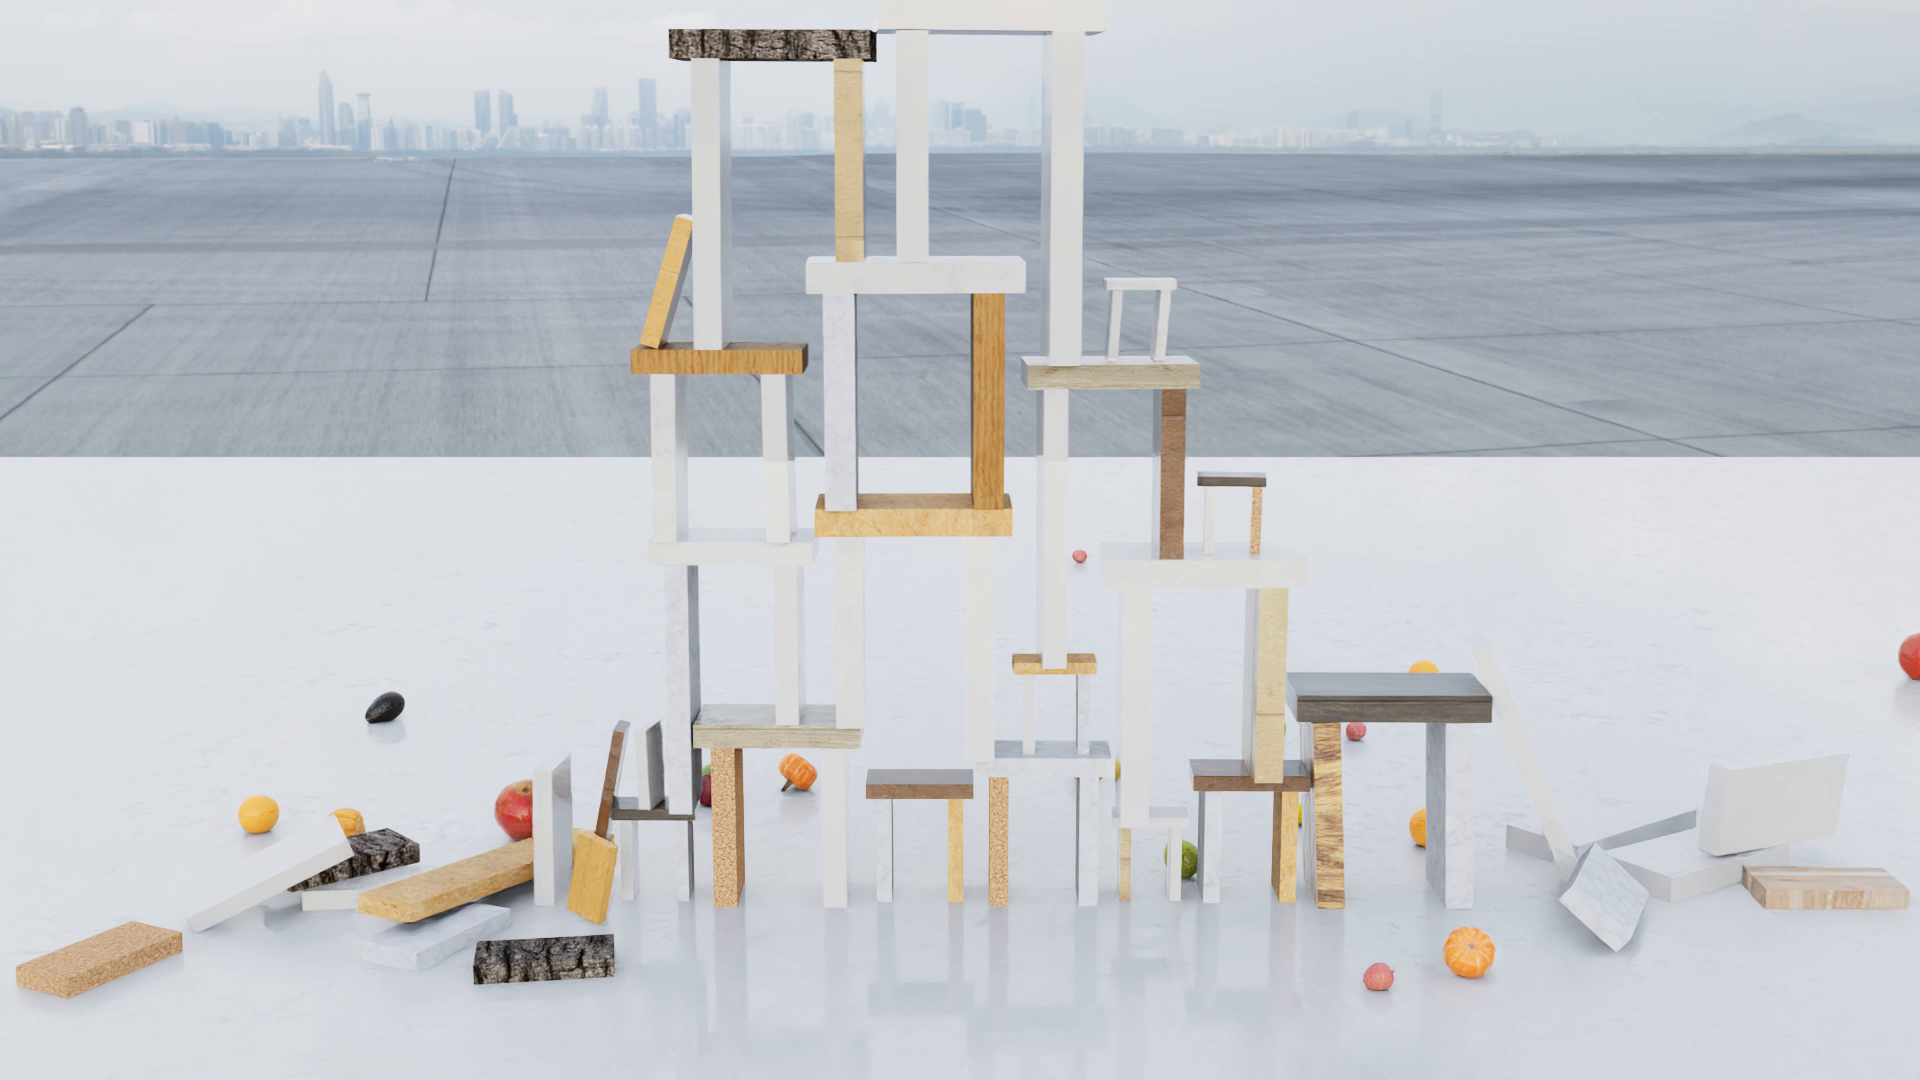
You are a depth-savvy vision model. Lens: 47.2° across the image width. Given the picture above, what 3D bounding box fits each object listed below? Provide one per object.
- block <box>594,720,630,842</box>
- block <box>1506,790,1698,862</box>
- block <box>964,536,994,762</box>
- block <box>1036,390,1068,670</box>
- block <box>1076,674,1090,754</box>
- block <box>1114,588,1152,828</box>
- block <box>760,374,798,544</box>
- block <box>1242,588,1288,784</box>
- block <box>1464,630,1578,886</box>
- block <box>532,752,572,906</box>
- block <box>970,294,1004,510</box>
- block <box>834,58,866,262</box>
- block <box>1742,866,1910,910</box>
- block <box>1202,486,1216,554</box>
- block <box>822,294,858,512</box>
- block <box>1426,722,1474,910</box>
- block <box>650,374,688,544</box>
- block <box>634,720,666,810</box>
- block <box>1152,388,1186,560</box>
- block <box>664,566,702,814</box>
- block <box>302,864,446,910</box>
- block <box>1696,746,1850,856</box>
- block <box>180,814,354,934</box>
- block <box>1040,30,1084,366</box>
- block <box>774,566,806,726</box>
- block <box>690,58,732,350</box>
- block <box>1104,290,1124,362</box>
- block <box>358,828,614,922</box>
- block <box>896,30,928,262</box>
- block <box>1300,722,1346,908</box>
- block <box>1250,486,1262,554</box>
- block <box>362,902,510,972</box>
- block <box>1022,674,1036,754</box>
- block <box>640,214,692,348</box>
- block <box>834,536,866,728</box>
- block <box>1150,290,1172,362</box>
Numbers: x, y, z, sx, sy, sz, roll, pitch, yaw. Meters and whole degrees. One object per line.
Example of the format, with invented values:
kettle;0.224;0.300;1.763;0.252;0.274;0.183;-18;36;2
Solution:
block;-0.585;0.447;3.644;0.019;0.292;0.067;11;10;-2
block;1.153;0.517;3.946;0.347;0.043;0.152;-8;13;-37
block;0.032;0.162;3.587;0.044;0.370;0.156;0;11;0
block;0.147;-0.027;3.544;0.038;0.449;0.135;-1;11;-3
block;0.201;0.278;3.608;0.019;0.135;0.068;0;11;1
block;0.283;0.257;3.602;0.045;0.394;0.160;0;11;1
block;-0.290;-0.139;3.529;0.038;0.268;0.134;-1;11;1
block;0.498;0.220;3.597;0.045;0.320;0.160;0;11;-1
block;0.940;0.374;3.646;0.033;0.458;0.117;-22;7;10
block;-0.674;0.478;3.644;0.033;0.229;0.115;2;11;5
block;0.043;-0.230;3.513;0.048;0.339;0.170;0;11;-1
block;-0.172;-0.595;3.449;0.043;0.307;0.153;0;11;-1
block;1.434;0.577;3.647;0.233;0.033;0.117;0;11;1
block;0.402;-0.037;3.551;0.016;0.110;0.055;1;11;3
block;-0.189;-0.228;3.501;0.048;0.339;0.170;0;11;-1
block;0.810;0.435;3.644;0.044;0.313;0.157;-2;11;1
block;-0.466;-0.140;3.530;0.038;0.268;0.134;1;11;1
block;-0.510;0.370;3.622;0.019;0.135;0.068;1;11;14
block;0.335;-0.115;3.533;0.038;0.271;0.135;0;11;0
block;-0.453;0.231;3.606;0.037;0.414;0.131;0;11;1
block;-0.964;0.577;3.652;0.230;0.033;0.115;-1;11;-5
block;1.398;0.446;3.778;0.304;0.152;0.043;-3;15;-31
block;-1.123;0.539;3.566;0.267;0.031;0.109;-26;26;-17
block;0.160;-0.536;3.454;0.049;0.509;0.174;0;11;-3
block;-0.277;0.158;3.588;0.037;0.263;0.131;0;11;1
block;-0.390;-0.529;3.466;0.043;0.445;0.153;1;11;0
block;0.244;-0.344;3.503;0.016;0.112;0.056;3;10;-3
block;-0.775;0.550;3.657;0.103;0.029;0.561;5;6;24
block;-0.075;-0.614;3.437;0.049;0.348;0.174;0;11;-1
block;0.599;0.434;3.645;0.044;0.313;0.157;-3;10;1
block;0.477;-0.035;3.544;0.016;0.110;0.055;2;11;8
block;-0.817;0.617;3.442;0.109;0.031;0.218;6;12;28
block;0.114;0.278;3.608;0.019;0.135;0.068;1;11;3
block;-0.457;-0.411;3.482;0.029;0.207;0.103;17;10;-2
block;-0.177;0.135;3.576;0.044;0.312;0.156;0;10;-1
block;0.319;-0.344;3.505;0.016;0.112;0.056;4;10;-5
